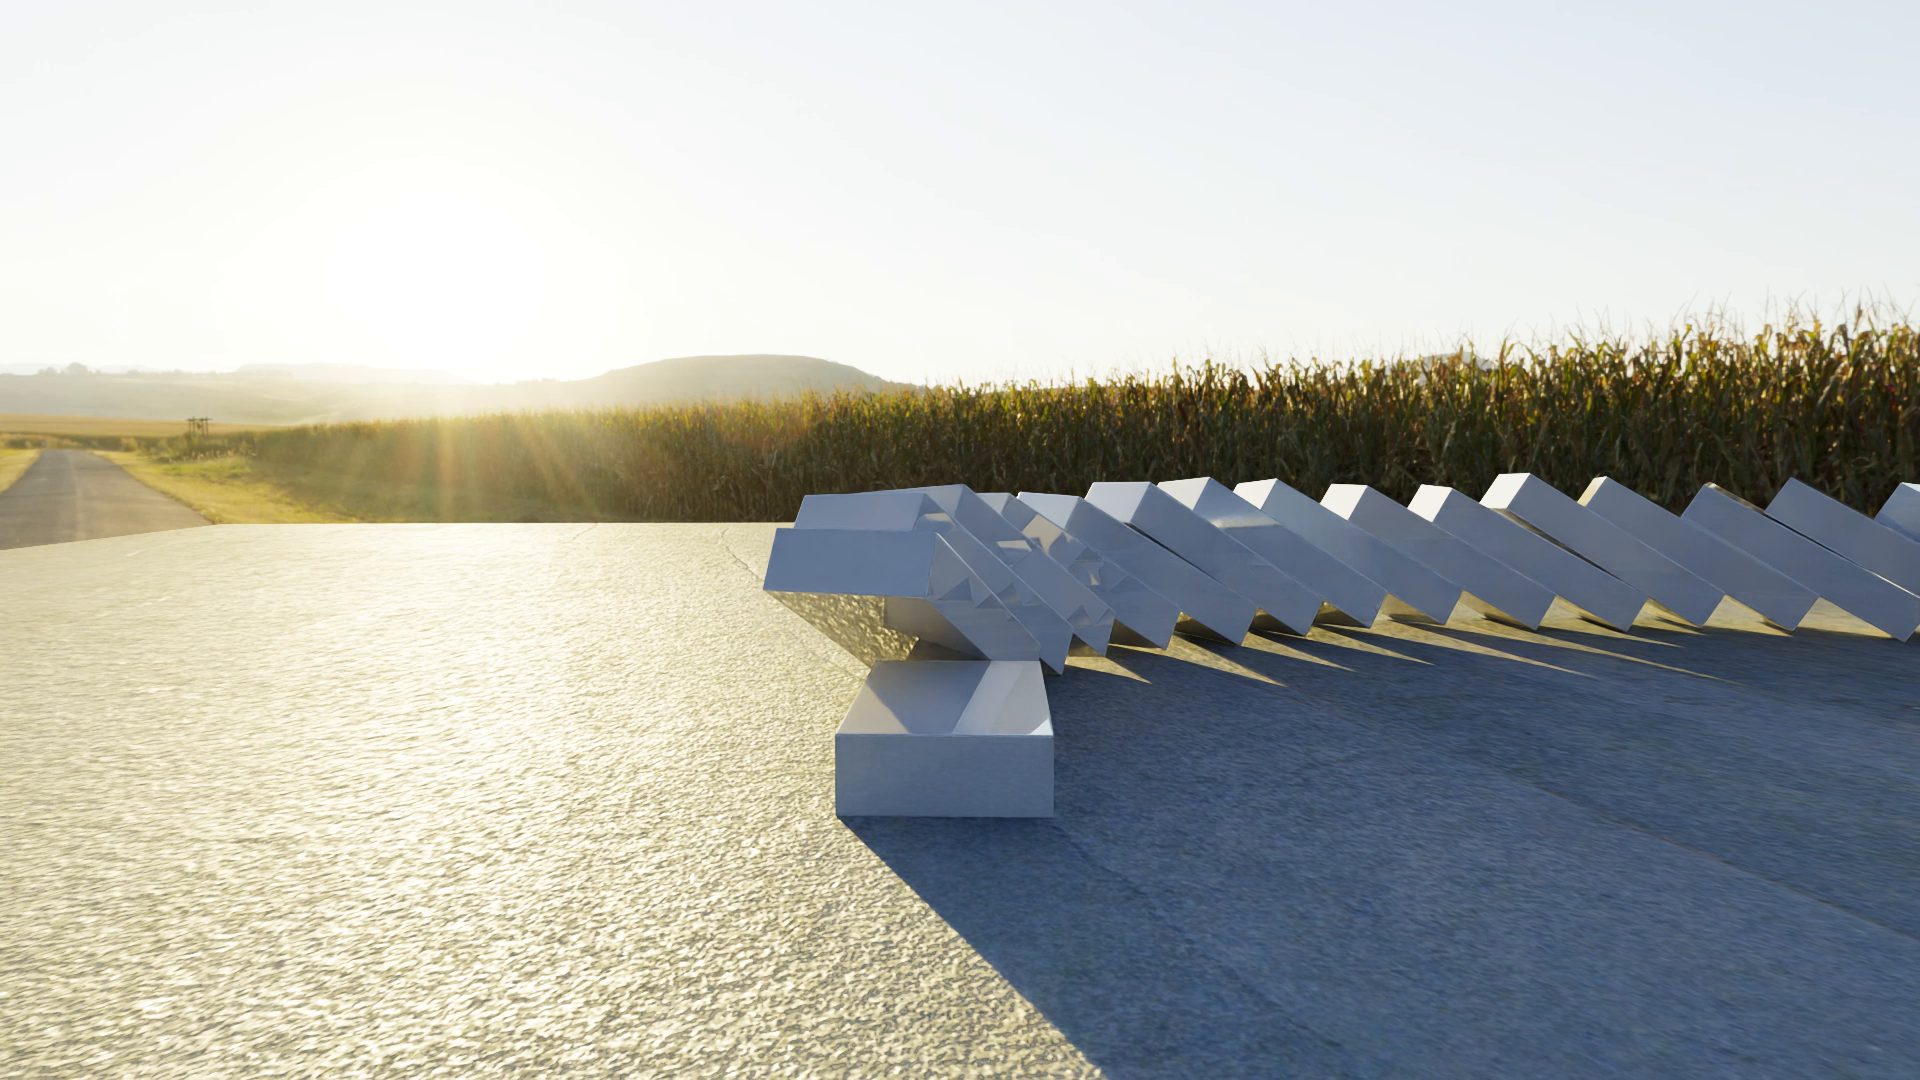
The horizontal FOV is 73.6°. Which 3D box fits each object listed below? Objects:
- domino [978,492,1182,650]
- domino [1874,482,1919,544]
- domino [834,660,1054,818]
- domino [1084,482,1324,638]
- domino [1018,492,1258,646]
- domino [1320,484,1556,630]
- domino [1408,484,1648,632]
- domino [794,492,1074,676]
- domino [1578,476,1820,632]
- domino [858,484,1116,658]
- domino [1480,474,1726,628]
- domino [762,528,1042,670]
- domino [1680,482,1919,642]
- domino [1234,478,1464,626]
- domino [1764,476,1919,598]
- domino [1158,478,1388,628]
[{"bbox_3d":[0.018,0.007,0.256,0.050,0.009,0.025,32,-17,-32],"label":"domino"},{"bbox_3d":[0.226,0.005,0.273,0.025,0.010,0.050,1,32,-37],"label":"domino"},{"bbox_3d":[-0.001,0.025,0.171,0.025,0.009,0.050,0,4,2],"label":"domino"},{"bbox_3d":[0.052,0.004,0.280,0.050,0.010,0.025,32,-9,-20],"label":"domino"},{"bbox_3d":[0.036,0.006,0.271,0.050,0.009,0.025,29,-9,-24],"label":"domino"},{"bbox_3d":[0.110,0.003,0.300,0.050,0.009,0.025,29,2,-3],"label":"domino"},{"bbox_3d":[0.132,0.004,0.302,0.050,0.010,0.025,29,6,2],"label":"domino"},{"bbox_3d":[-0.004,0.008,0.220,0.025,0.010,0.050,0,-28,36],"label":"domino"},{"bbox_3d":[0.171,0.003,0.301,0.050,0.010,0.025,34,13,16],"label":"domino"},{"bbox_3d":[0.005,0.007,0.236,0.025,0.009,0.050,-3,-30,40],"label":"domino"},{"bbox_3d":[0.149,0.002,0.302,0.050,0.009,0.025,33,6,5],"label":"domino"},{"bbox_3d":[-0.007,0.012,0.199,0.025,0.009,0.050,2,-21,22],"label":"domino"},{"bbox_3d":[0.193,0.004,0.294,0.050,0.009,0.025,36,22,26],"label":"domino"},{"bbox_3d":[0.087,0.003,0.297,0.050,0.009,0.025,29,-4,-6],"label":"domino"},{"bbox_3d":[0.208,0.003,0.286,0.050,0.009,0.025,39,23,30],"label":"domino"},{"bbox_3d":[0.068,0.003,0.289,0.050,0.009,0.025,31,-8,-14],"label":"domino"}]
